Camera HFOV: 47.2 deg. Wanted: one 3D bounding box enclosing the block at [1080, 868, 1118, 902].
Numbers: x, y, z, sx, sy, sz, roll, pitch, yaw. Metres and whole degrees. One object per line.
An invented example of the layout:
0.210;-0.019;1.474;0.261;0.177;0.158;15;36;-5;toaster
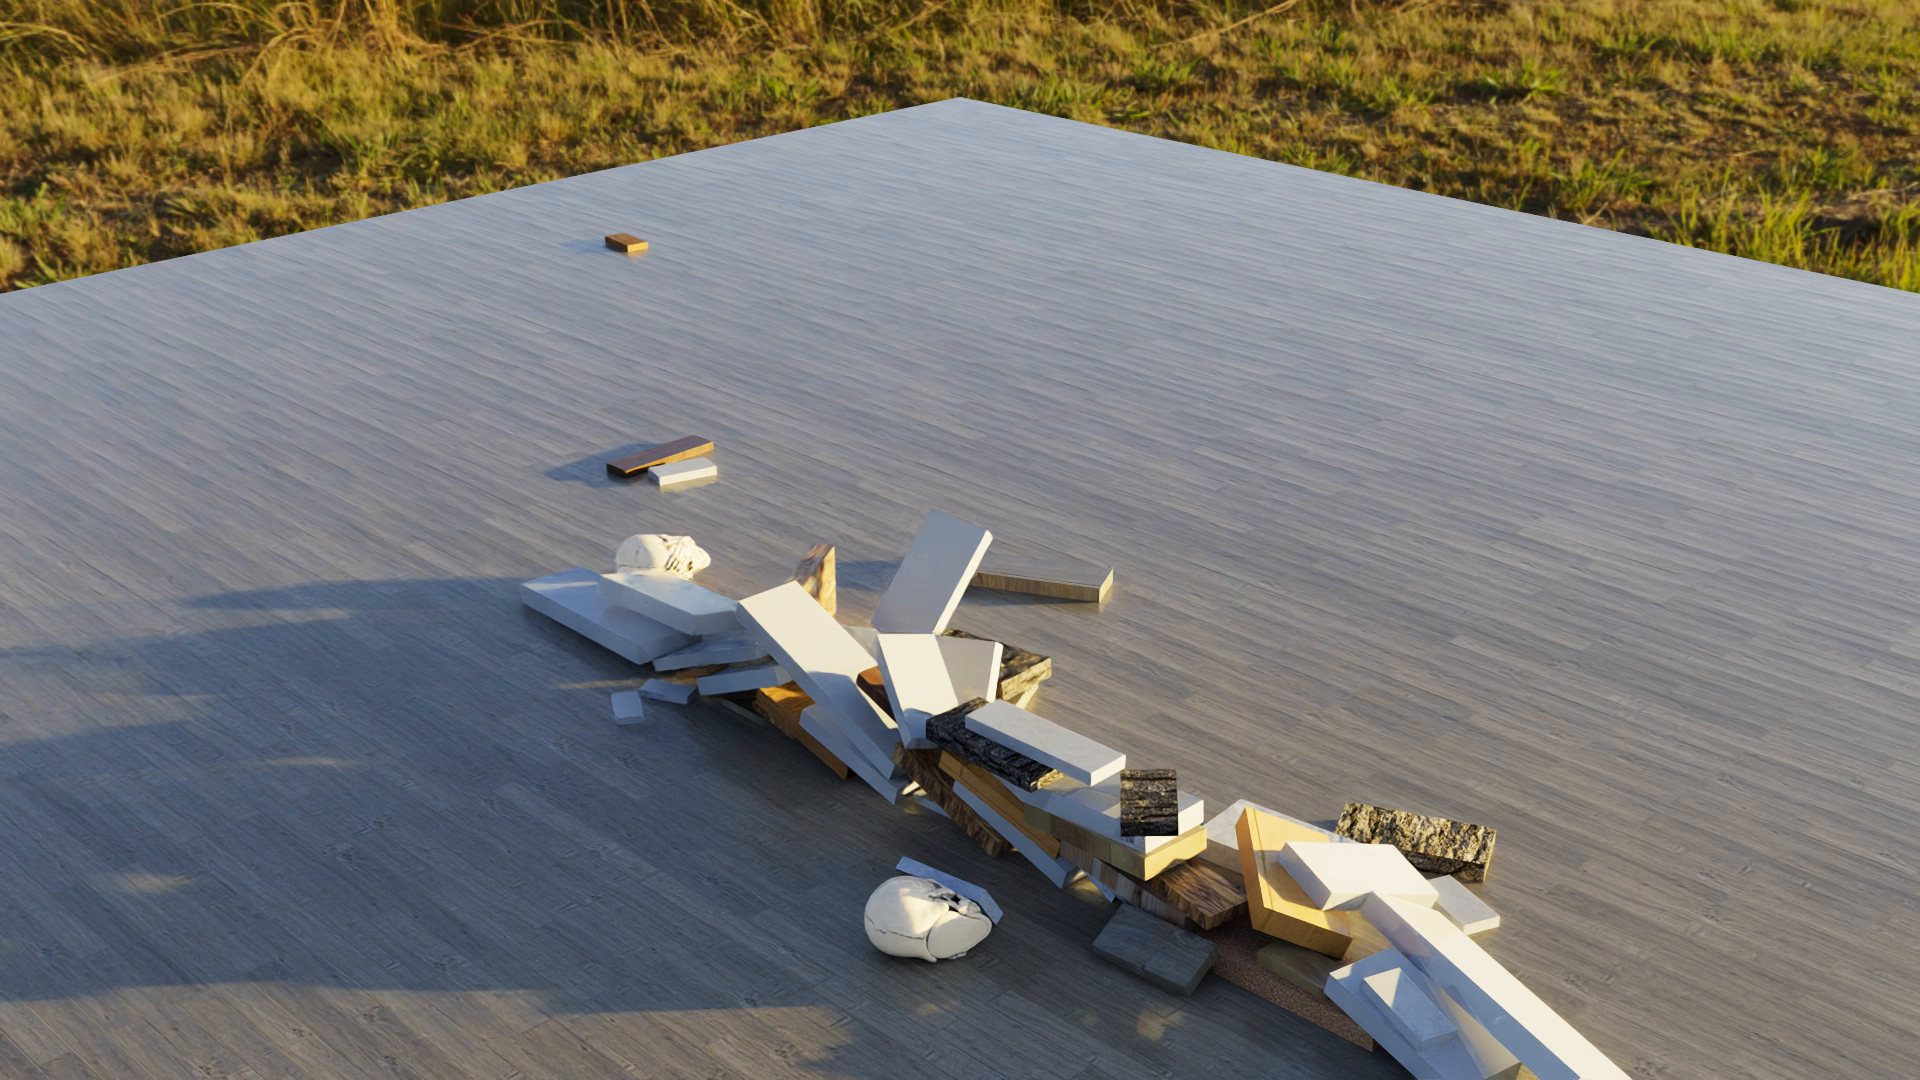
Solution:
0.270;0.624;4.191;0.068;0.019;0.135;-21;57;-40;block

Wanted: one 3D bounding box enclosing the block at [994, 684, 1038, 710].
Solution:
0.074;0.356;4.874;0.129;0.037;0.258;7;24;17;block

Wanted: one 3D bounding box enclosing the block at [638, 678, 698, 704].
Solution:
-0.654;0.340;4.938;0.121;0.017;0.060;8;24;18;block

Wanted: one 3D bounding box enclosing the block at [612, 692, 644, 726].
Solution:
-0.735;0.372;4.863;0.060;0.017;0.121;-5;24;-12;block

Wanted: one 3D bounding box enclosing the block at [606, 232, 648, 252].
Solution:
-1.277;-1.140;8.416;0.086;0.024;0.172;-17;28;-35;block

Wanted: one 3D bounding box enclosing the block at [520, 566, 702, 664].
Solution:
-0.838;0.175;5.254;0.175;0.050;0.519;-18;26;-38;block

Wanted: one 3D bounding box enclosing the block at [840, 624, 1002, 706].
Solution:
-0.188;0.277;4.852;0.569;0.157;0.044;5;-10;23;block

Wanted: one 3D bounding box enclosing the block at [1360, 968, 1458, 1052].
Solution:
0.750;0.784;3.679;0.079;0.022;0.158;-9;35;-28;block

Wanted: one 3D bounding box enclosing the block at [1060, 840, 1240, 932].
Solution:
0.351;0.614;4.096;0.154;0.044;0.308;-21;38;-40;block

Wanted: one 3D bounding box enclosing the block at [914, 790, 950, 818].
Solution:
-0.026;0.534;4.478;0.130;0.018;0.065;20;30;39;block

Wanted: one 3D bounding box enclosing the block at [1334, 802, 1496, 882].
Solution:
0.890;0.591;4.315;0.295;0.041;0.144;9;24;19;block

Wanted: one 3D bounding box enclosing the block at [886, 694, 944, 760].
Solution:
-0.050;0.360;4.433;0.097;0.027;0.193;-23;63;-41;block

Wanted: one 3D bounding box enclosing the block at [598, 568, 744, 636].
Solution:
-0.673;0.145;5.188;0.350;0.050;0.175;19;17;40;block

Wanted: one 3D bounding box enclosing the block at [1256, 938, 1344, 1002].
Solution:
0.605;0.750;3.854;0.079;0.022;0.158;-19;29;-37;block

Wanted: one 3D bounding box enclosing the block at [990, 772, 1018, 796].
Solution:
0.106;0.431;4.304;0.107;0.030;0.213;-21;48;-40;block

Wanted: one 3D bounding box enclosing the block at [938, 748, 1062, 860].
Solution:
0.126;0.485;4.301;0.312;0.044;0.156;36;40;27;block

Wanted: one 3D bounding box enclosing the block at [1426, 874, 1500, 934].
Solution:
0.930;0.683;4.121;0.079;0.022;0.158;-10;25;-22;block

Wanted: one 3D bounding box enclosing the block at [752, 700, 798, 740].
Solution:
-0.380;0.381;4.799;0.072;0.021;0.145;-21;42;-40;block

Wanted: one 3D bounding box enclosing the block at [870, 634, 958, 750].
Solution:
-0.081;0.302;4.424;0.129;0.037;0.258;1;50;-28;block

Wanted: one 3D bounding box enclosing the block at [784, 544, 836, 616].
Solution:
-0.366;0.157;5.166;0.050;0.175;0.350;5;24;12;block

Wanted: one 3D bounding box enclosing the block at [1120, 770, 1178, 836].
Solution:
0.345;0.478;4.012;0.103;0.029;0.207;-1;21;5;block

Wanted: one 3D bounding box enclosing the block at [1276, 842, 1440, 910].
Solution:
0.732;0.619;4.044;0.288;0.041;0.144;8;28;-37;block

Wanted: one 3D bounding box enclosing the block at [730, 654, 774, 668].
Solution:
-0.439;0.257;4.781;0.063;0.018;0.127;-21;7;-37;block

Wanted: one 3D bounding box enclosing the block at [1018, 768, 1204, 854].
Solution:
0.279;0.485;4.108;0.160;0.045;0.320;-21;27;-40;block

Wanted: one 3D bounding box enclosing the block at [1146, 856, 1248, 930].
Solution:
0.419;0.627;4.008;0.104;0.029;0.207;-16;35;-34;block

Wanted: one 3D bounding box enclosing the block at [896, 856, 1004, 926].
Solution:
-0.020;0.653;4.099;0.194;0.097;0.027;17;63;34;block

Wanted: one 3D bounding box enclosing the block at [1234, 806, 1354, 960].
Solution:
0.608;0.623;4.029;0.172;0.049;0.345;20;23;-7;block

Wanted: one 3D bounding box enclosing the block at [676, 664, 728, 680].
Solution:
-0.571;0.288;4.878;0.060;0.017;0.121;-22;6;-40;block

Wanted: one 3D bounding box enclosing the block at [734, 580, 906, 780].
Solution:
-0.250;0.288;4.622;0.160;0.045;0.529;-20;53;-40;block

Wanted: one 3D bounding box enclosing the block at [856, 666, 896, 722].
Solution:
-0.105;0.332;4.505;0.107;0.030;0.213;-20;50;-40;block

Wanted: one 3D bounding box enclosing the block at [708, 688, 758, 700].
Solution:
-0.484;0.330;4.876;0.145;0.021;0.072;-2;15;37;block

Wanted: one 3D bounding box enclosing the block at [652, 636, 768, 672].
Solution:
-0.530;0.248;4.894;0.107;0.030;0.457;-21;6;-36;block

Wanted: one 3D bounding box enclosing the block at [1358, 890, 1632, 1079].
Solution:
0.916;0.784;3.752;0.172;0.049;0.595;21;11;-30;block

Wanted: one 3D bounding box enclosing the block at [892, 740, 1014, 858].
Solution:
0.025;0.494;4.407;0.156;0.044;0.312;-20;50;-40;block

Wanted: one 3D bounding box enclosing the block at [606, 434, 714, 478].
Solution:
-0.857;-0.240;6.295;0.086;0.024;0.321;20;30;39;block

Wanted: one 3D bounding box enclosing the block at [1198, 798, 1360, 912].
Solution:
0.643;0.610;4.261;0.345;0.049;0.172;18;29;36;block

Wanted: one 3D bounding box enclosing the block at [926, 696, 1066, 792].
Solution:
0.085;0.391;4.230;0.144;0.041;0.288;-20;31;-39;block

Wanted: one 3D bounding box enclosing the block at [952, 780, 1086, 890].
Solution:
0.149;0.541;4.310;0.156;0.044;0.312;-21;48;-40;block

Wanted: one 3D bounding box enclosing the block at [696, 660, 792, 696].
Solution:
-0.430;0.285;4.780;0.146;0.041;0.292;-22;7;-41;block

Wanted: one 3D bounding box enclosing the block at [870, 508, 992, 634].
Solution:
-0.067;0.094;5.160;0.157;0.314;0.044;22;-13;26;block

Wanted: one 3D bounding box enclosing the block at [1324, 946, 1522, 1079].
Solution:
0.776;0.817;3.697;0.154;0.044;0.308;-14;38;-34;block

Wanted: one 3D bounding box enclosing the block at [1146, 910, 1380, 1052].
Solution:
0.566;0.755;3.925;0.510;0.044;0.154;21;30;40;block

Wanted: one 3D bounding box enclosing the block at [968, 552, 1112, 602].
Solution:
0.140;0.084;5.516;0.468;0.037;0.129;7;24;17;block

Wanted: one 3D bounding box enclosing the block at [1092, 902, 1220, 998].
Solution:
0.350;0.733;3.941;0.207;0.029;0.103;19;55;37;block

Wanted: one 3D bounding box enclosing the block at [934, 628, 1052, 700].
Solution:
0.036;0.278;4.956;0.314;0.044;0.157;15;29;43;block

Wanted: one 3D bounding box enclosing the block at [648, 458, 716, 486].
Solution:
-0.781;-0.194;6.187;0.172;0.024;0.086;-13;26;-27;block

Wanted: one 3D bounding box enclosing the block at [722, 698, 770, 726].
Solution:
-0.455;0.367;4.868;0.072;0.021;0.145;-21;30;-40;block

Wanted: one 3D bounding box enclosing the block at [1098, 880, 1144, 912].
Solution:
0.329;0.659;4.130;0.068;0.019;0.135;-20;44;-40;block

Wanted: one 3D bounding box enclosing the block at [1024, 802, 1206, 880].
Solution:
0.288;0.533;4.109;0.160;0.045;0.320;-19;26;-37;block

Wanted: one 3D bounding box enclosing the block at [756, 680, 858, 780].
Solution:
-0.284;0.388;4.690;0.146;0.041;0.293;-22;48;-41;block

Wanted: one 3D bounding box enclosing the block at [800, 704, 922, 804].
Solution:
-0.183;0.426;4.596;0.292;0.041;0.146;37;40;29;block

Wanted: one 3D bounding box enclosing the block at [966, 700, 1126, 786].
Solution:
0.159;0.382;4.169;0.320;0.027;0.097;21;31;39;block
